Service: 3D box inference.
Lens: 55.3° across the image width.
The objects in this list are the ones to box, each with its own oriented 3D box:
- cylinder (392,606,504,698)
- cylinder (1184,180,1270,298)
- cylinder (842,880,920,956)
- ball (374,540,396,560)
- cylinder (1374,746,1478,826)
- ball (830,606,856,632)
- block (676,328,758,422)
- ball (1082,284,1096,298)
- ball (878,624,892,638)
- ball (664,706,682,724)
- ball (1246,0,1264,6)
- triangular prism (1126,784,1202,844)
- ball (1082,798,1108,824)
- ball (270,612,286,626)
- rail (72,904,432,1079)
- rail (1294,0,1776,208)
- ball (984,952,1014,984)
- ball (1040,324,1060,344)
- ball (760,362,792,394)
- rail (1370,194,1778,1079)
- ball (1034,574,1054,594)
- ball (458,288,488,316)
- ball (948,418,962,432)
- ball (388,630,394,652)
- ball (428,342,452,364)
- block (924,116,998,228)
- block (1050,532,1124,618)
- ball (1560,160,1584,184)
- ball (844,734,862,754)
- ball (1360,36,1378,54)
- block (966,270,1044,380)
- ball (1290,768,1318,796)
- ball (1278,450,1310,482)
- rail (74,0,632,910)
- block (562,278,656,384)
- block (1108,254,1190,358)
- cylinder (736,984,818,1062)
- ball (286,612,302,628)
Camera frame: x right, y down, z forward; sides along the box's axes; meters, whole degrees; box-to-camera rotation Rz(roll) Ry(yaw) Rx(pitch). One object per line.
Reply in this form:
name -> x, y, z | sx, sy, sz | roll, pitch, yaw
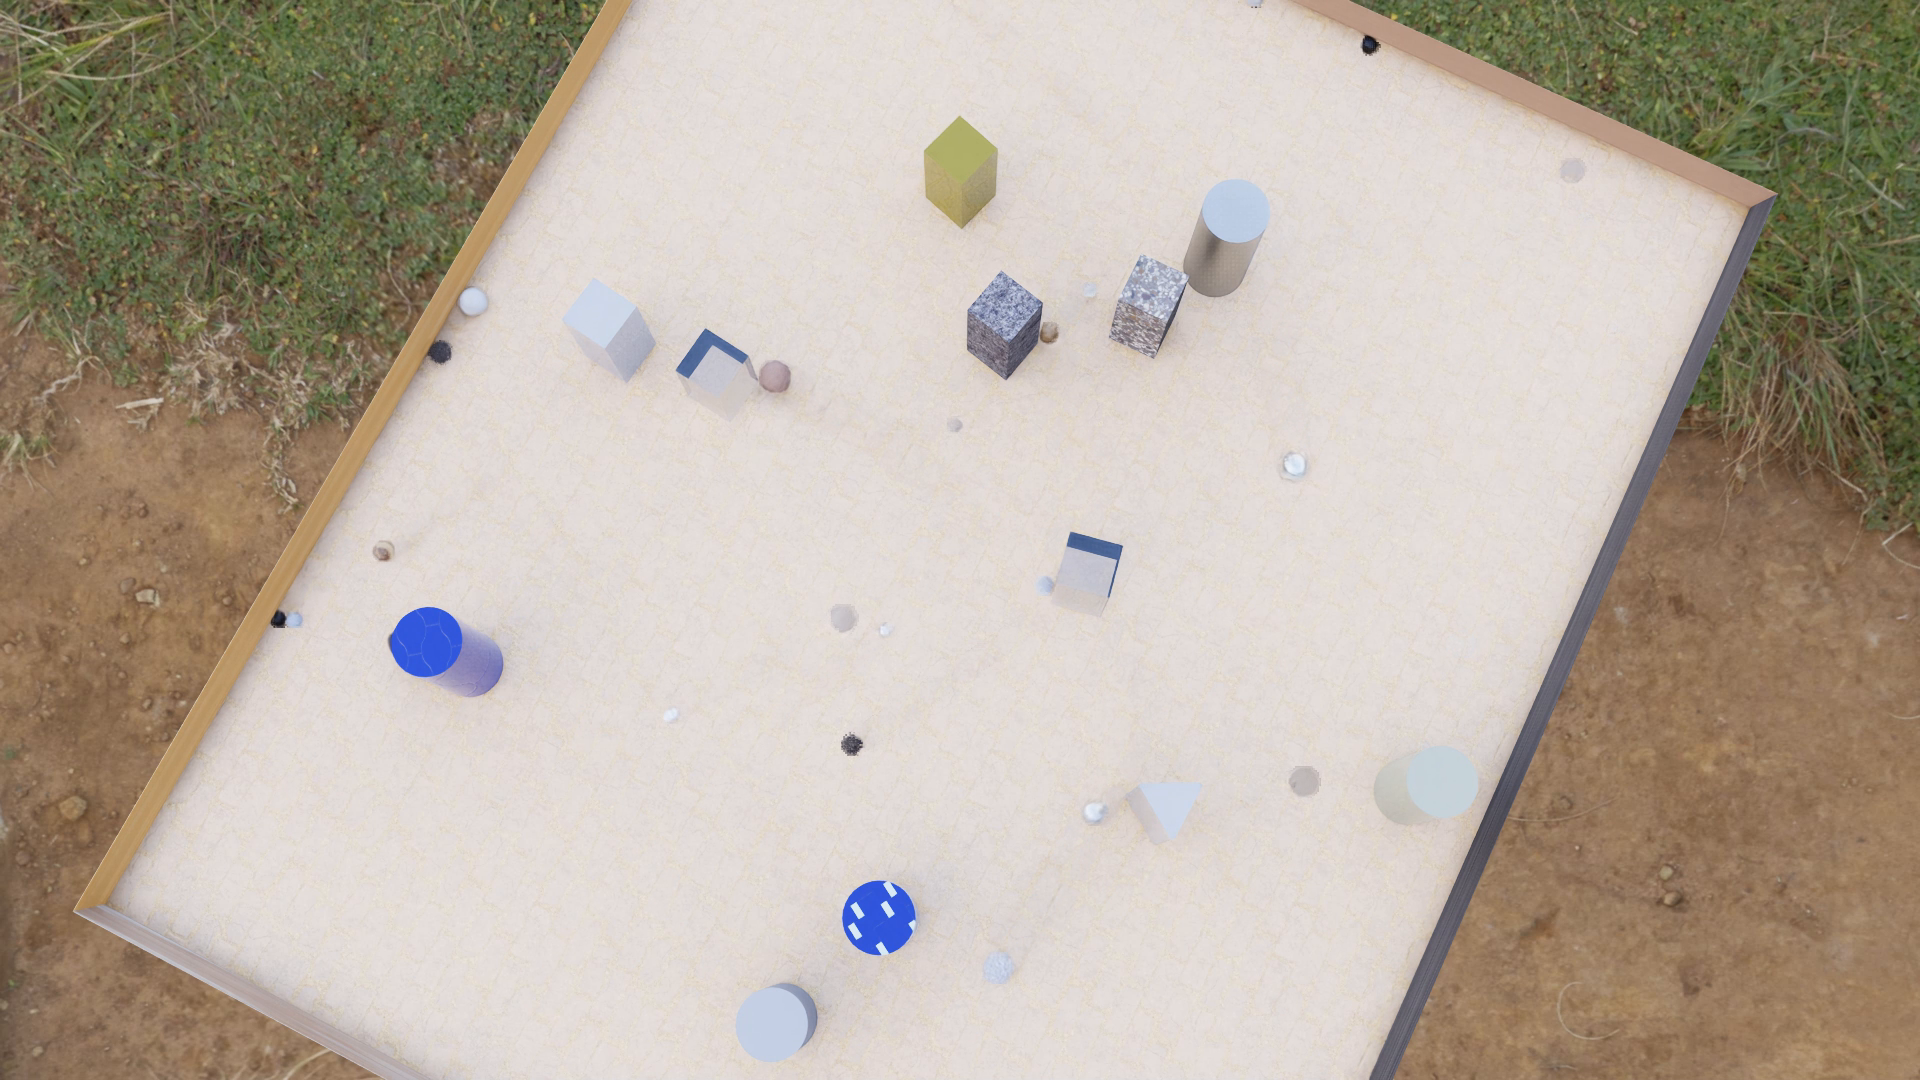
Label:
cylinder -> -1.478, 0.330, 5.310 | 0.198, 0.467, 0.198 | 0, 78, 0
cylinder -> 0.804, -0.909, 5.562 | 0.198, 0.476, 0.198 | 0, 78, 0
cylinder -> -0.218, 1.063, 5.156 | 0.198, 0.472, 0.198 | 0, 78, 0
ball -> -1.752, 0.031, 5.577 | 0.065, 0.065, 0.065 | 0, 78, 0
cylinder -> 1.331, 0.709, 5.259 | 0.198, 0.413, 0.198 | 0, 78, 0
ball -> -0.354, 0.238, 5.527 | 0.080, 0.080, 0.080 | 0, 78, 0
block -> -0.737, -0.498, 5.580 | 0.158, 0.273, 0.158 | 33, 80, 6
ball -> 0.406, -0.783, 5.758 | 0.041, 0.041, 0.041 | 0, 78, 0
ball -> -0.227, 0.276, 5.536 | 0.046, 0.046, 0.046 | 0, 78, 0
ball -> -0.859, 0.523, 5.483 | 0.049, 0.049, 0.049 | 0, 78, 0
ball -> 0.956, -1.766, 5.949 | 0.064, 0.064, 0.064 | 0, 78, 0
triangular prism -> 0.601, 0.751, 5.236 | 0.148, 0.440, 0.171 | -30, 80, -6
ball -> 0.398, 0.801, 5.410 | 0.079, 0.079, 0.079 | 0, 78, 0
ball -> -2.063, 0.239, 5.544 | 0.046, 0.046, 0.046 | 0, 78, 0
rail -> -0.938, 1.844, 5.168 | 3.581, 0.128, 0.045 | 26, 80, 5
rail -> 0.938, -1.830, 5.929 | 3.581, 0.128, 0.045 | 26, 80, 5
ball -> 0.112, 1.239, 5.314 | 0.090, 0.090, 0.090 | 0, 78, 0
ball -> 0.278, -0.644, 5.717 | 0.064, 0.064, 0.064 | 0, 78, 0
ball -> -0.571, -0.504, 5.670 | 0.099, 0.099, 0.099 | 0, 78, 0
rail -> 1.580, 0.780, 5.388 | 0.045, 0.128, 4.242 | 26, 80, 5
ball -> 0.255, 0.136, 5.557 | 0.061, 0.061, 0.061 | 0, 78, 0
ball -> -1.522, -0.743, 5.727 | 0.086, 0.086, 0.086 | 0, 78, 0
ball -> -0.015, -0.354, 5.668 | 0.043, 0.043, 0.043 | 0, 78, 0
ball -> -1.672, 0.306, 5.506 | 0.093, 0.093, 0.093 | 0, 78, 0
ball -> -1.618, -0.583, 5.703 | 0.068, 0.068, 0.068 | 0, 78, 0
block -> 0.002, -1.133, 5.667 | 0.158, 0.360, 0.158 | 43, 81, 8
block -> 0.371, 0.105, 5.415 | 0.158, 0.351, 0.158 | 15, 79, 3
ball -> 1.943, -1.170, 5.821 | 0.075, 0.075, 0.075 | 0, 78, 0
ball -> -0.320, 0.610, 5.461 | 0.058, 0.058, 0.058 | 0, 78, 0
ball -> 1.322, -1.599, 5.920 | 0.055, 0.055, 0.055 | 0, 78, 0
block -> 0.133, -0.645, 5.553 | 0.158, 0.386, 0.158 | 39, 81, 7
ball -> 1.017, 0.717, 5.426 | 0.083, 0.083, 0.083 | 0, 78, 0
ball -> 1.023, -0.227, 5.614 | 0.097, 0.097, 0.097 | 0, 78, 0
rail -> -1.580, -0.767, 5.709 | 0.045, 0.128, 4.242 | 26, 80, 5
block -> -1.061, -0.631, 5.564 | 0.158, 0.359, 0.158 | 34, 80, 7
block -> 0.571, -0.706, 5.575 | 0.158, 0.368, 0.158 | 26, 79, 5
cylinder -> -0.513, 1.355, 5.160 | 0.198, 0.344, 0.198 | 0, 78, 0
ball -> -2.013, 0.242, 5.543 | 0.045, 0.045, 0.045 | 0, 78, 0
